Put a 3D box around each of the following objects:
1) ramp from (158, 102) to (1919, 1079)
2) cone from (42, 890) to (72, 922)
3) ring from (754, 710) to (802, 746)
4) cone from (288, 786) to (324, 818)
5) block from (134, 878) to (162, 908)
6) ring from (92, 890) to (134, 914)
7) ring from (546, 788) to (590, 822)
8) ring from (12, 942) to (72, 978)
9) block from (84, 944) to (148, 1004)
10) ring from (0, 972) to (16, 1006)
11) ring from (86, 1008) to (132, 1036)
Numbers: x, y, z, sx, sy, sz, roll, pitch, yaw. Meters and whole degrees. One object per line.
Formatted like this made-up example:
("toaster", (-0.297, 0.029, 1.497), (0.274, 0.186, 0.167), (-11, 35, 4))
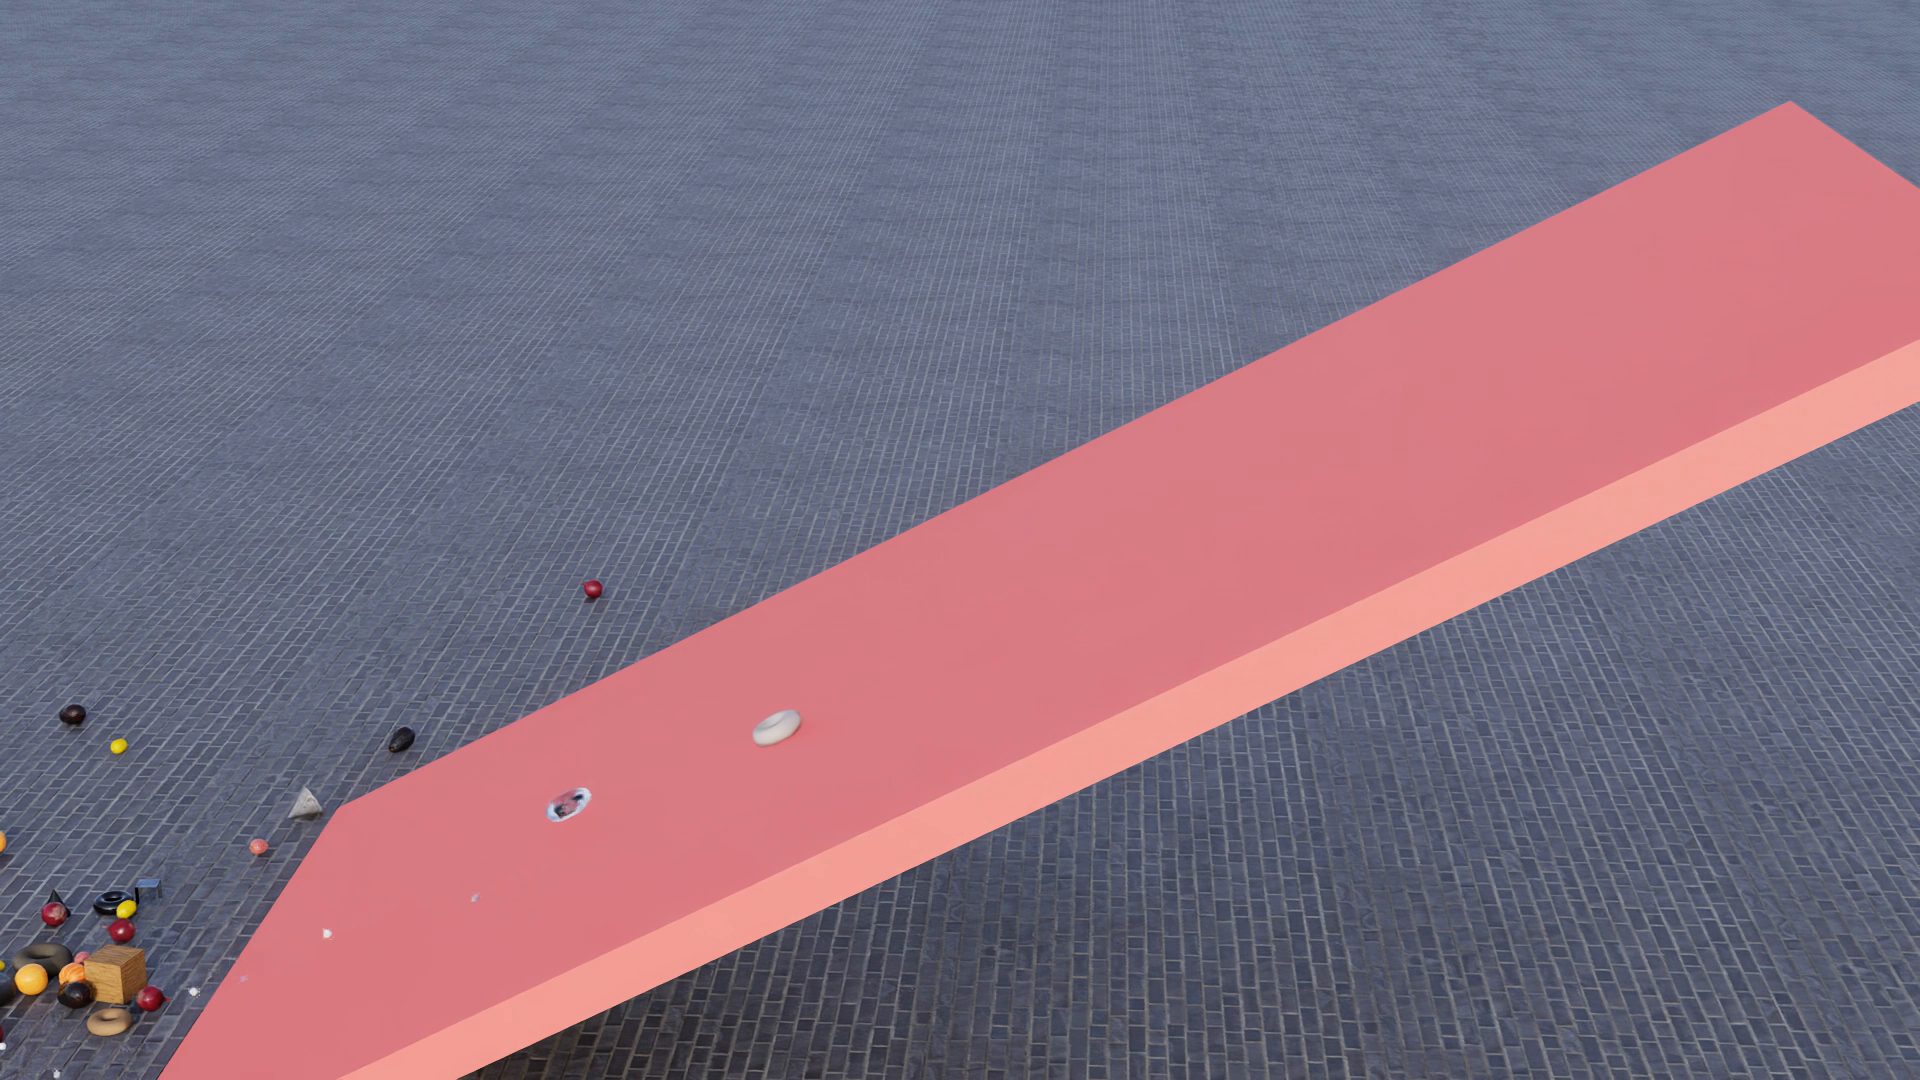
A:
("ramp", (0.140, 0.167, 6.281), (4.000, 0.100, 2.000), (-26, 14, 10))
("cone", (-2.199, 0.879, 7.146), (0.071, 0.071, 0.071), (0, 17, 0))
("ring", (-0.385, 0.395, 6.194), (0.112, 0.037, 0.112), (-26, 15, 8))
("cone", (-1.739, 0.709, 7.760), (0.083, 0.083, 0.083), (-37, 31, -19))
("block", (-1.992, 0.866, 7.221), (0.052, 0.052, 0.052), (-1, 17, -2))
("ring", (-2.070, 0.886, 7.190), (0.098, 0.033, 0.098), (0, 18, 0))
("ring", (-0.859, 0.580, 6.455), (0.108, 0.036, 0.108), (-26, 15, 7))
("ring", (-2.140, 0.981, 6.861), (0.135, 0.045, 0.135), (1, 18, 0))
("block", (-1.932, 0.993, 6.731), (0.096, 0.096, 0.096), (6, 18, 18))
("ring", (-2.224, 1.029, 6.697), (0.147, 0.049, 0.147), (-1, 18, 0))
("ring", (-1.899, 1.076, 6.570), (0.098, 0.033, 0.098), (-1, 18, 0))
